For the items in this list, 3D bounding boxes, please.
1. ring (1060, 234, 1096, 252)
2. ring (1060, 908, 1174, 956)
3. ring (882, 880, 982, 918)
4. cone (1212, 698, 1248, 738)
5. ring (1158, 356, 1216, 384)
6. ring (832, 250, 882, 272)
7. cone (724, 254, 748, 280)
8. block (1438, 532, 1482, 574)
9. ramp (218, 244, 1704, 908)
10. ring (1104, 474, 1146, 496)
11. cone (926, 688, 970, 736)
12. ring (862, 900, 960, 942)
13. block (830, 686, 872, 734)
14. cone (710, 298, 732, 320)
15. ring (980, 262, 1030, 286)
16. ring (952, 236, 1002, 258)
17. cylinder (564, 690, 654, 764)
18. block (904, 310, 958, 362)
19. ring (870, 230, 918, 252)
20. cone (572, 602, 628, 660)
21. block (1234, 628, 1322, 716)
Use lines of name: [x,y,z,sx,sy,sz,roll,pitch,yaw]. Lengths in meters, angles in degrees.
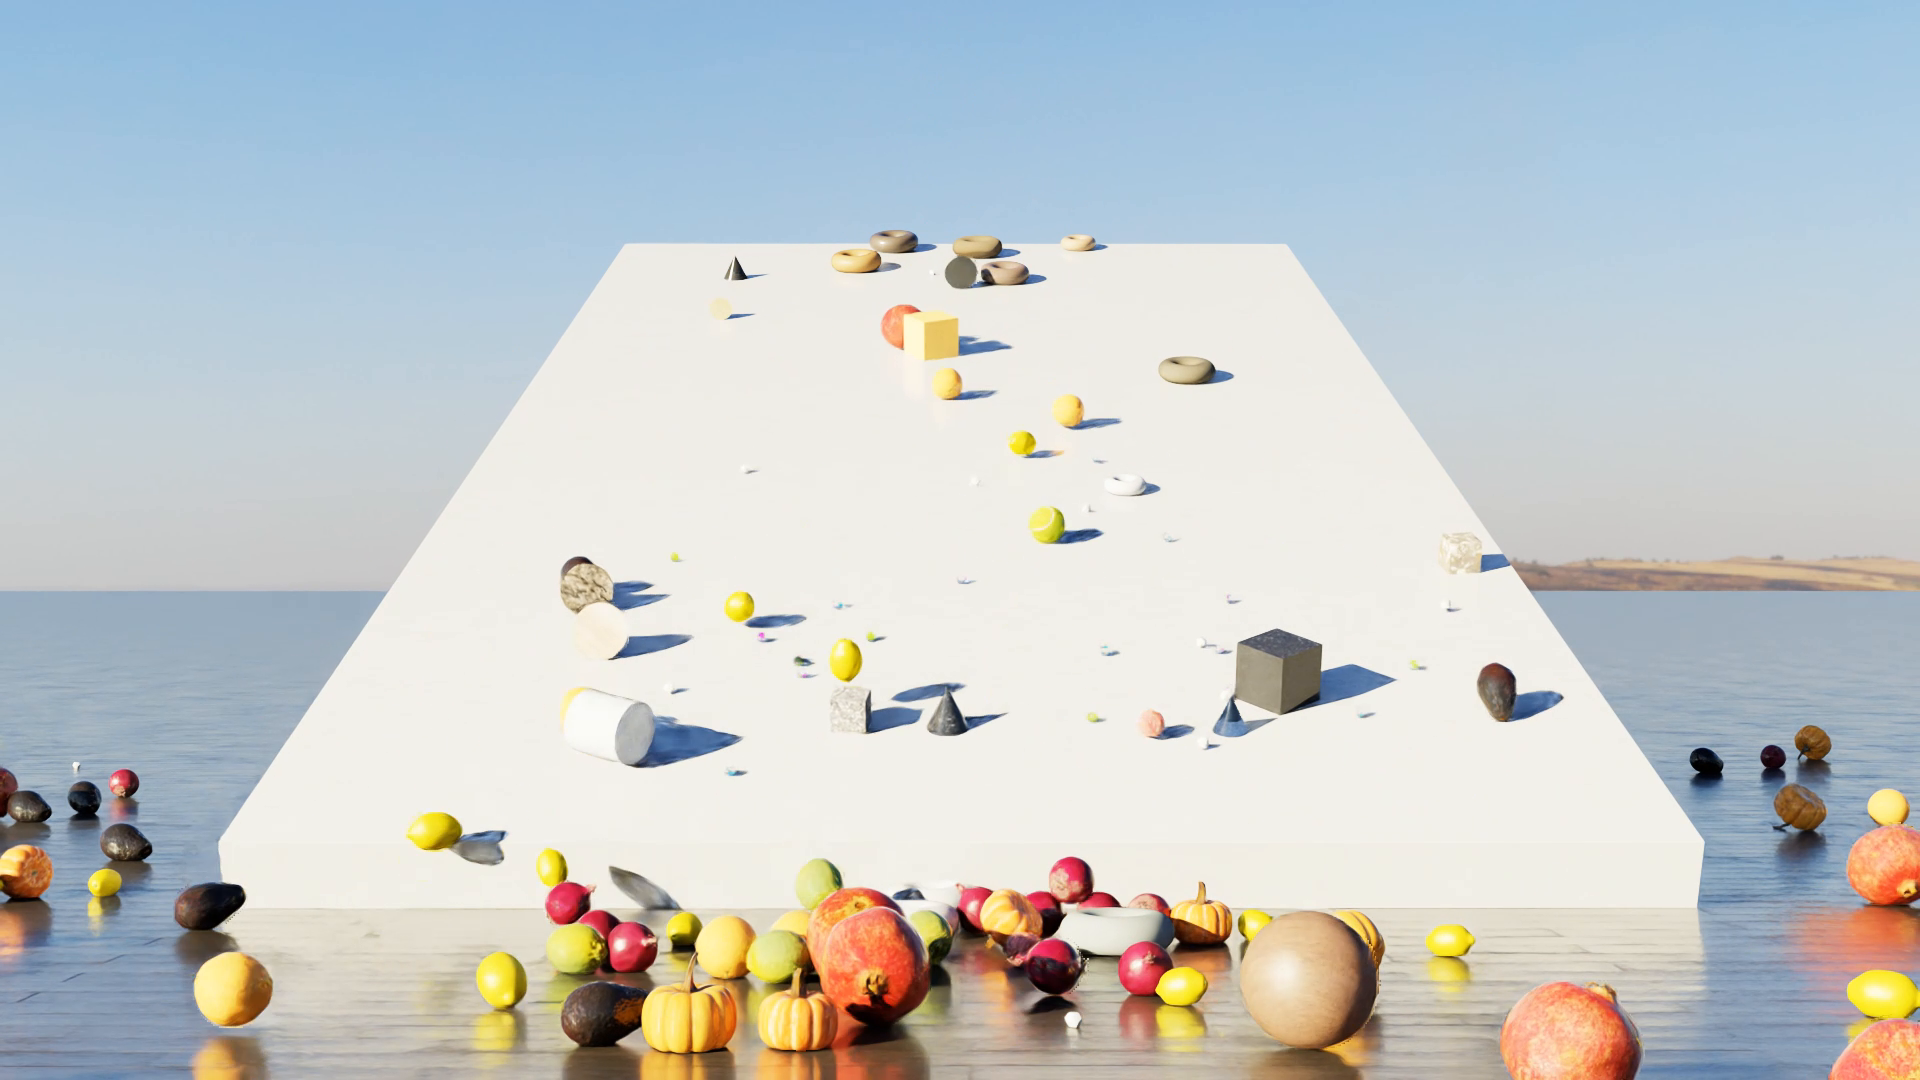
ring: [0.354,-0.890,6.741,0.106,0.035,0.106,-1,19,0]
ring: [0.189,0.471,2.712,0.139,0.046,0.139,0,-3,0]
ring: [-0.037,0.478,2.984,0.131,0.044,0.131,-1,-1,0]
cone: [0.406,0.259,3.373,0.055,0.055,0.055,0,19,0]
ring: [0.535,-0.401,5.307,0.135,0.045,0.135,0,18,0]
ring: [-0.297,-0.801,6.460,0.146,0.049,0.146,-1,19,0]
cone: [-0.633,-0.771,6.341,0.067,0.067,0.067,0,19,0]
block: [0.901,0.024,4.055,0.058,0.058,0.058,-3,19,-7]
ramp: [-0.004,-0.197,4.936,2.000,0.100,4.000,0,19,0]
ring: [0.329,-0.111,4.489,0.086,0.029,0.086,1,18,0]
cone: [-0.019,0.251,3.378,0.066,0.066,0.066,0,19,0]
ring: [-0.062,0.476,2.819,0.124,0.041,0.124,0,-2,0]
block: [-0.164,0.256,3.383,0.054,0.054,0.054,3,19,7]
cone: [-0.628,-0.600,5.908,0.060,0.060,0.060,0,-8,-6]
ring: [0.125,-0.748,6.312,0.141,0.047,0.141,1,20,0]
ring: [0.051,-0.865,6.648,0.148,0.049,0.148,-1,19,0]
cylinder: [-0.508,0.271,3.266,0.093,0.093,0.093,11,4,29]
block: [-0.070,-0.500,5.512,0.097,0.097,0.097,-11,22,-29]
ring: [-0.197,-0.891,6.721,0.148,0.049,0.148,-1,19,0]
cone: [-0.579,0.154,3.694,0.094,0.094,0.094,0,-8,6]
block: [0.492,0.203,3.480,0.093,0.093,0.093,-16,25,-39]
